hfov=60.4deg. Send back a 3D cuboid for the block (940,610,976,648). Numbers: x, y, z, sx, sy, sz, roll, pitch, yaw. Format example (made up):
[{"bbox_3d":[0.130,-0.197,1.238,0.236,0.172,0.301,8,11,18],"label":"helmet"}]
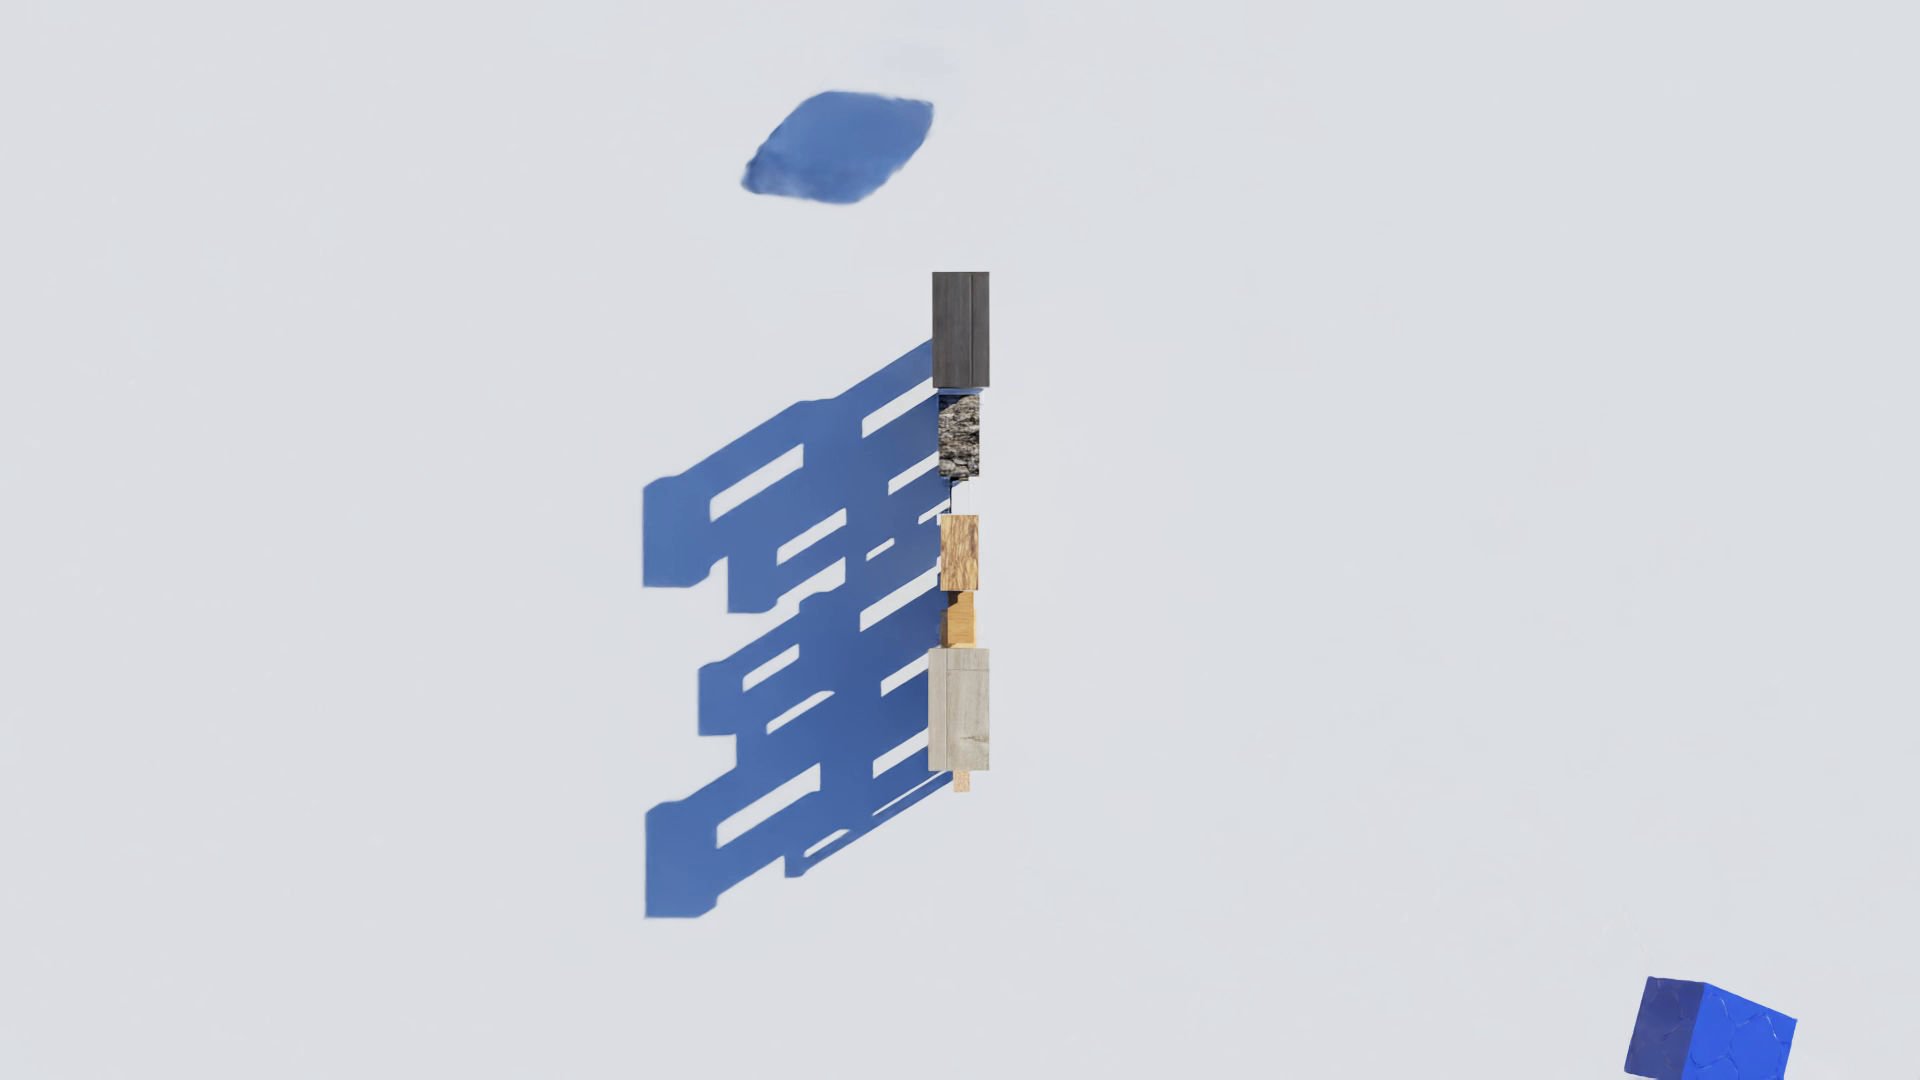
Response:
[{"bbox_3d":[-0.004,0.338,5.253,0.115,0.033,0.230,0,90,0],"label":"block"}]

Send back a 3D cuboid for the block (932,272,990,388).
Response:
[{"bbox_3d":[0.003,-0.612,4.810,0.167,0.047,0.335,0,90,0],"label":"block"}]

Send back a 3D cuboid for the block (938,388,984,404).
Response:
[{"bbox_3d":[0.001,-0.572,5.189,0.145,0.041,0.291,0,90,0],"label":"block"}]

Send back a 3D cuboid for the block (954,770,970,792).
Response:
[{"bbox_3d":[0.005,0.727,5.094,0.051,0.015,0.103,0,90,0],"label":"block"}]

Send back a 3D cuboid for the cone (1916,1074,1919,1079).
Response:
[{"bbox_3d":[2.621,1.546,4.466,0.235,0.235,0.235,1,78,0],"label":"cone"}]

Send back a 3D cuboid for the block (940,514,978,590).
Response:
[{"bbox_3d":[0.000,0.037,4.918,0.112,0.032,0.225,0,90,0],"label":"block"}]

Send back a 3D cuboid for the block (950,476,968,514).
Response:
[{"bbox_3d":[-0.002,-0.147,5.370,0.061,0.017,0.122,0,90,0],"label":"block"}]

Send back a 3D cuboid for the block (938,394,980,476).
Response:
[{"bbox_3d":[-0.002,-0.316,4.998,0.123,0.035,0.247,0,90,0],"label":"block"}]

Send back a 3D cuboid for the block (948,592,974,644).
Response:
[{"bbox_3d":[0.003,0.233,4.991,0.078,0.022,0.157,0,90,0],"label":"block"}]

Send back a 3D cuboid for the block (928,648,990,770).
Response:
[{"bbox_3d":[-0.003,0.494,4.824,0.177,0.050,0.355,0,90,0],"label":"block"}]

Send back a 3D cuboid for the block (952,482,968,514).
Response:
[{"bbox_3d":[0.000,-0.134,5.247,0.054,0.015,0.107,0,90,0],"label":"block"}]

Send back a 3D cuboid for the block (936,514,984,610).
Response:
[{"bbox_3d":[0.003,0.068,5.180,0.149,0.042,0.299,0,90,0],"label":"block"}]

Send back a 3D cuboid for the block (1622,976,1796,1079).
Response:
[{"bbox_3d":[2.061,1.395,4.543,0.278,0.278,0.278,23,76,-4],"label":"block"}]
